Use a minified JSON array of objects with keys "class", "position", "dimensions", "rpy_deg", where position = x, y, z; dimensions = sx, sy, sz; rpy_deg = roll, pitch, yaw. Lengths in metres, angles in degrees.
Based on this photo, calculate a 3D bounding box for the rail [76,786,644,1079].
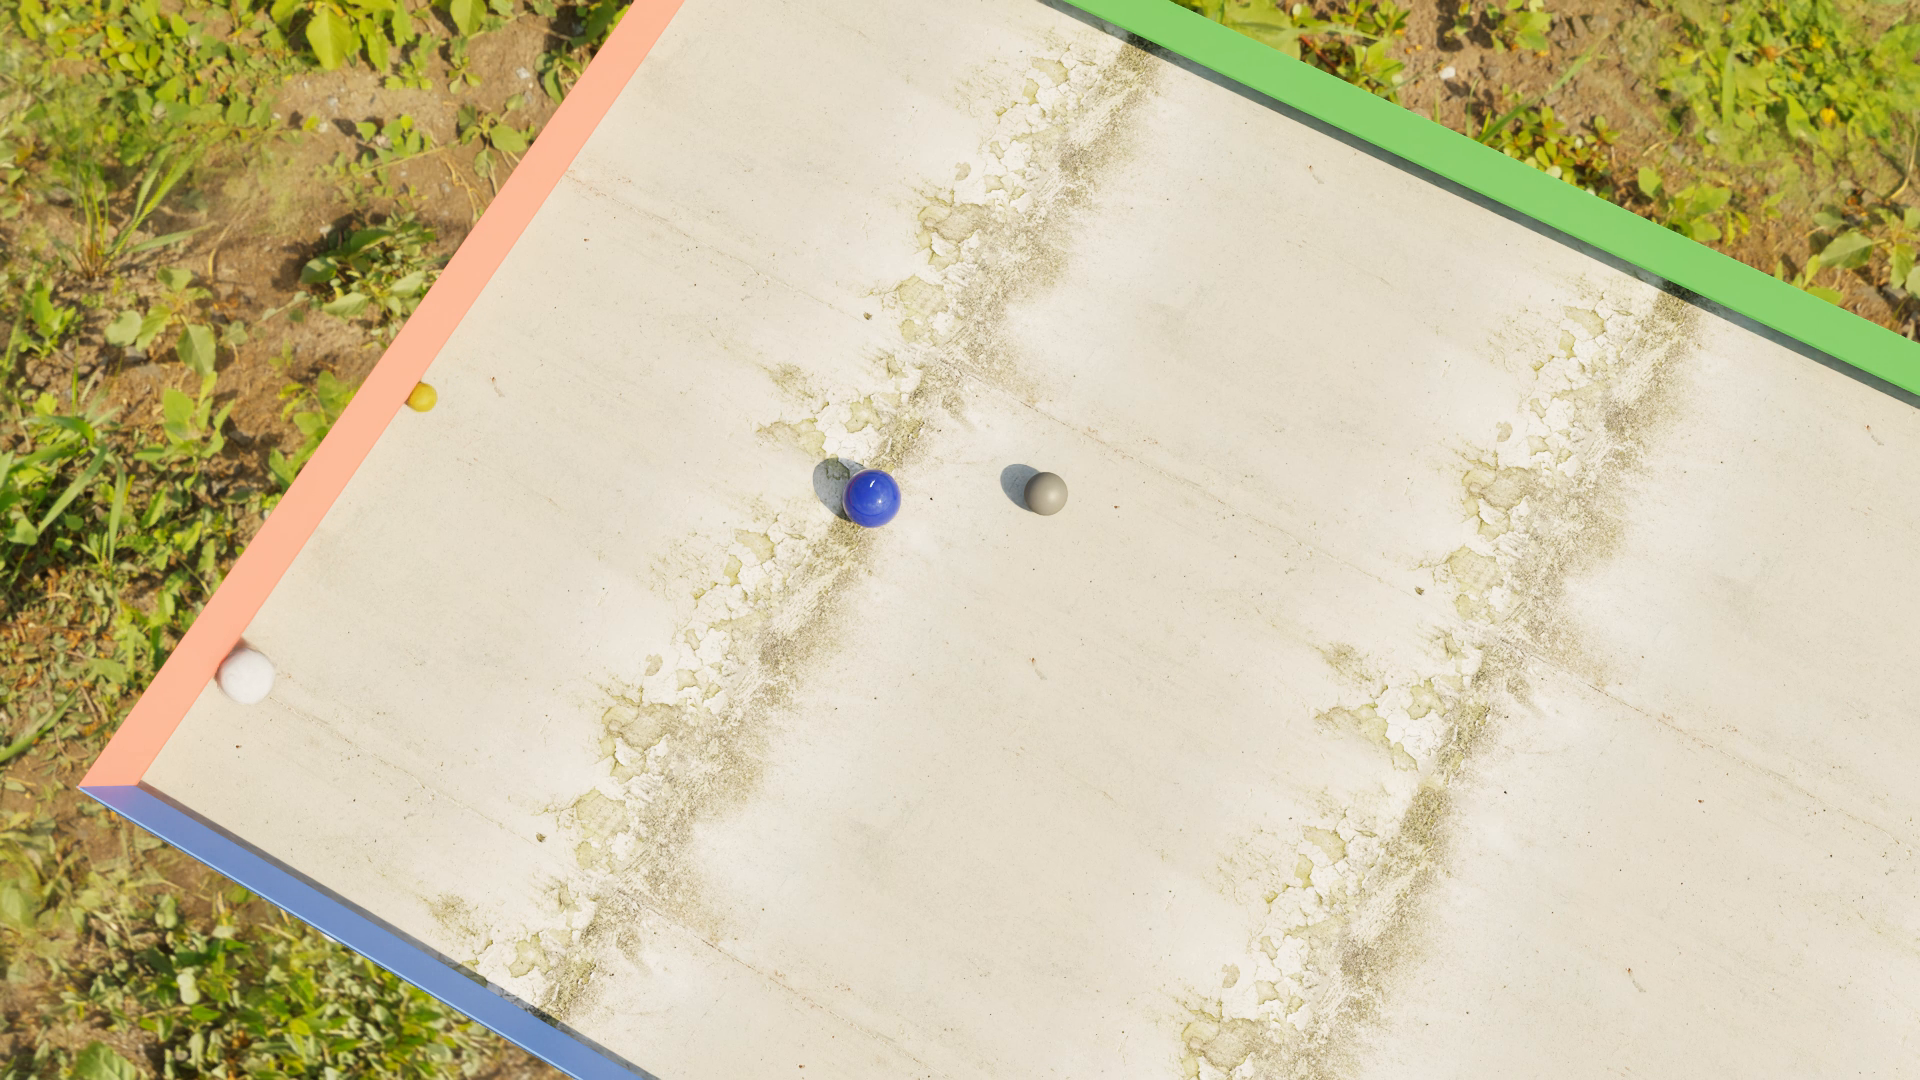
[{"class":"rail","position":[0.352,1.206,2.972],"dimensions":[3.735,0.123,0.045],"rpy_deg":[27,72,10]}]

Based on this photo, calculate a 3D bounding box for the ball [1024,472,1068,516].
[{"class":"ball","position":[0.136,-0.073,3.485],"dimensions":[0.070,0.070,0.070],"rpy_deg":[0,69,0]}]

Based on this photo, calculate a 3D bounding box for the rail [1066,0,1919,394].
[{"class":"rail","position":[1.285,-0.384,3.573],"dimensions":[3.735,0.123,0.045],"rpy_deg":[27,72,10]}]

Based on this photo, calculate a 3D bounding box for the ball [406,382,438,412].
[{"class":"ball","position":[-0.869,-0.231,3.556],"dimensions":[0.049,0.049,0.049],"rpy_deg":[0,69,0]}]

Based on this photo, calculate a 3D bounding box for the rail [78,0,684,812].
[{"class":"rail","position":[-0.798,-0.419,3.586],"dimensions":[0.045,0.123,1.987],"rpy_deg":[27,72,10]}]

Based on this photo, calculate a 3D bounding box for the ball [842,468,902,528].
[{"class":"ball","position":[-0.139,-0.066,3.469],"dimensions":[0.095,0.095,0.095],"rpy_deg":[0,69,0]}]

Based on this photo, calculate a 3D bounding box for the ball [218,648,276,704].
[{"class":"ball","position":[-1.092,0.209,3.370],"dimensions":[0.085,0.085,0.085],"rpy_deg":[0,69,0]}]
